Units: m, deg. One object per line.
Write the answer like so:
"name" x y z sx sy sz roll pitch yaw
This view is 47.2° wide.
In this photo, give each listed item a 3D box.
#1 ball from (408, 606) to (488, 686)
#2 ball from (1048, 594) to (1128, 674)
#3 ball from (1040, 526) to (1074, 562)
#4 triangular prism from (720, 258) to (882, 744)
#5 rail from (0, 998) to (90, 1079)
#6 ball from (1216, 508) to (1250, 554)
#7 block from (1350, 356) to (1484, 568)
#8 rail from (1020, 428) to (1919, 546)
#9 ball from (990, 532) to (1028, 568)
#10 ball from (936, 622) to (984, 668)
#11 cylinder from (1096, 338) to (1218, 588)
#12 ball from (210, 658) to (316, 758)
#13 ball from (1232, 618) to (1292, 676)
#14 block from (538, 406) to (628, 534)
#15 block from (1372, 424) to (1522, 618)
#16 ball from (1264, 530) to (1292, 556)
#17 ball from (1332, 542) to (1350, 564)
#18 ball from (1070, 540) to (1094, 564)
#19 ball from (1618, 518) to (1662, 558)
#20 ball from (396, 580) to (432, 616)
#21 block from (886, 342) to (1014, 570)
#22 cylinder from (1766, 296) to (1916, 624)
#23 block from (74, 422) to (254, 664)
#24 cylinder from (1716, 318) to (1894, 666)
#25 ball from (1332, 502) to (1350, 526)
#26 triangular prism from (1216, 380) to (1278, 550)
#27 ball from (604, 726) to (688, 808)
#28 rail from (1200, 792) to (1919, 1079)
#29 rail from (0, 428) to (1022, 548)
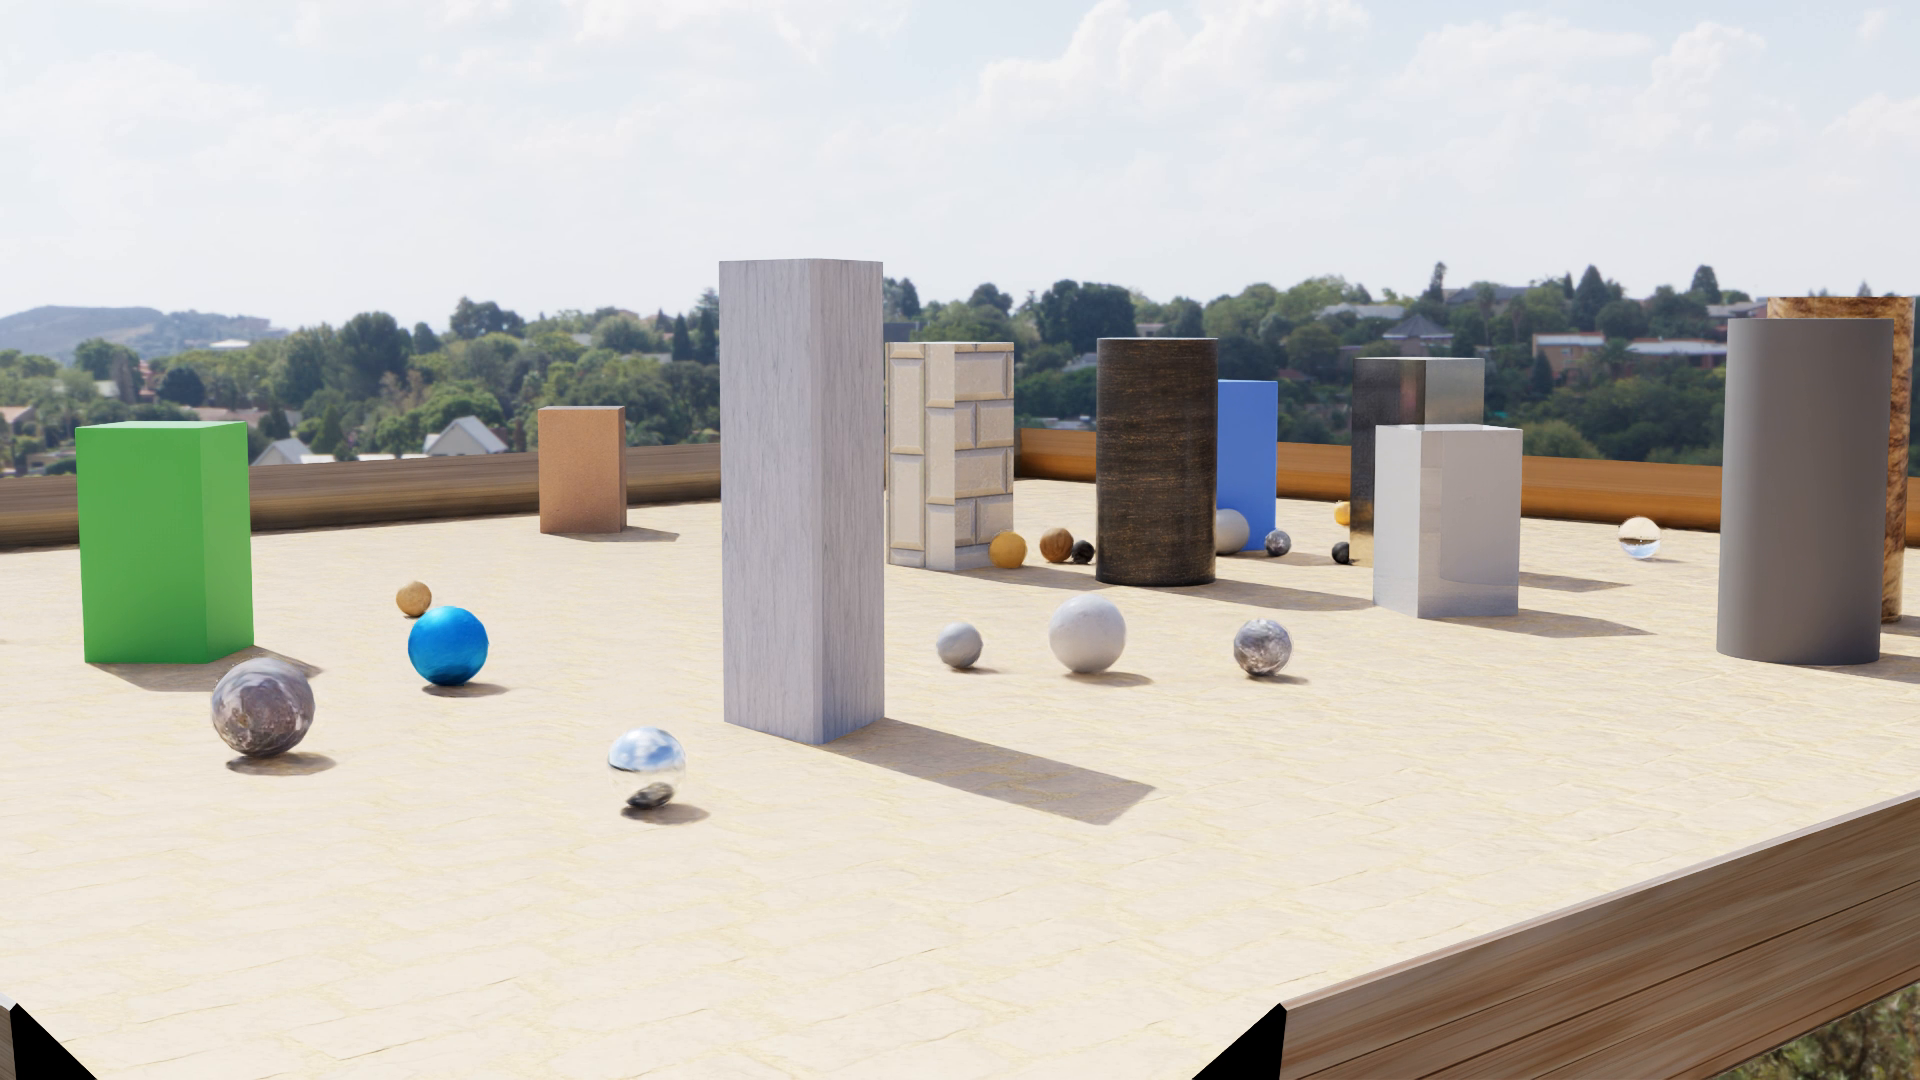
"ball" -0.610 0.126 2.622 0.095 0.095 0.095 0 6 0
"ball" 0.157 0.116 2.704 0.098 0.098 0.098 0 6 0
"ball" 0.172 0.008 3.909 0.063 0.063 0.063 0 6 0
"triangular prism" -0.143 -0.048 2.353 0.150 0.497 0.173 -5 8 -40
"rail" -1.381 0.166 2.064 0.045 0.130 3.638 -5 8 -42
"ball" 0.488 -0.015 4.032 0.085 0.085 0.085 0 6 0
"block" 0.797 -0.135 3.839 0.160 0.363 0.160 -5 8 -39
"rail" 1.381 -0.098 4.599 0.045 0.130 3.638 -5 8 -42
"ball" 0.084 0.018 3.809 0.065 0.065 0.065 0 6 0
"ball" -0.001 0.131 2.750 0.059 0.059 0.059 0 6 0
"cylinder" 0.325 -0.133 3.636 0.200 0.400 0.200 0 6 0
"ball" -0.697 0.168 2.200 0.100 0.100 0.100 0 6 0
"ball" 0.369 0.131 2.689 0.071 0.071 0.071 0 6 0
"block" -0.770 -0.146 4.495 0.160 0.248 0.160 0 6 -4
"block" 0.724 -0.031 3.277 0.160 0.273 0.160 -1 6 -13
"ball" 0.578 0.006 4.000 0.048 0.048 0.048 0 6 0
"ball" 0.676 0.022 3.885 0.040 0.040 0.040 0 6 0
"ball" 0.217 0.021 3.883 0.042 0.042 0.042 0 6 0
"ball" 1.228 -0.004 3.973 0.074 0.074 0.074 0 6 0
"ball" -0.801 0.085 3.227 0.052 0.052 0.052 0 6 0
"block" -0.018 -0.152 3.874 0.160 0.389 0.160 5 8 40
"cylinder" 1.273 -0.120 3.202 0.200 0.464 0.200 0 6 0
"block" -1.029 -0.001 2.855 0.160 0.299 0.160 0 6 3
"cylinder" 1.092 -0.068 2.846 0.200 0.435 0.200 0 6 0
"ball" 0.800 -0.055 4.562 0.053 0.053 0.053 0 6 0
"triangular prism" 0.490 -0.143 4.152 0.173 0.314 0.150 -1 6 -12
"ball" -0.282 0.204 1.977 0.074 0.074 0.074 0 6 0
"rail" 1.218 0.170 2.019 3.806 0.130 0.045 -5 8 -42
"rail" -1.218 -0.103 4.644 3.806 0.130 0.045 -5 8 -42
